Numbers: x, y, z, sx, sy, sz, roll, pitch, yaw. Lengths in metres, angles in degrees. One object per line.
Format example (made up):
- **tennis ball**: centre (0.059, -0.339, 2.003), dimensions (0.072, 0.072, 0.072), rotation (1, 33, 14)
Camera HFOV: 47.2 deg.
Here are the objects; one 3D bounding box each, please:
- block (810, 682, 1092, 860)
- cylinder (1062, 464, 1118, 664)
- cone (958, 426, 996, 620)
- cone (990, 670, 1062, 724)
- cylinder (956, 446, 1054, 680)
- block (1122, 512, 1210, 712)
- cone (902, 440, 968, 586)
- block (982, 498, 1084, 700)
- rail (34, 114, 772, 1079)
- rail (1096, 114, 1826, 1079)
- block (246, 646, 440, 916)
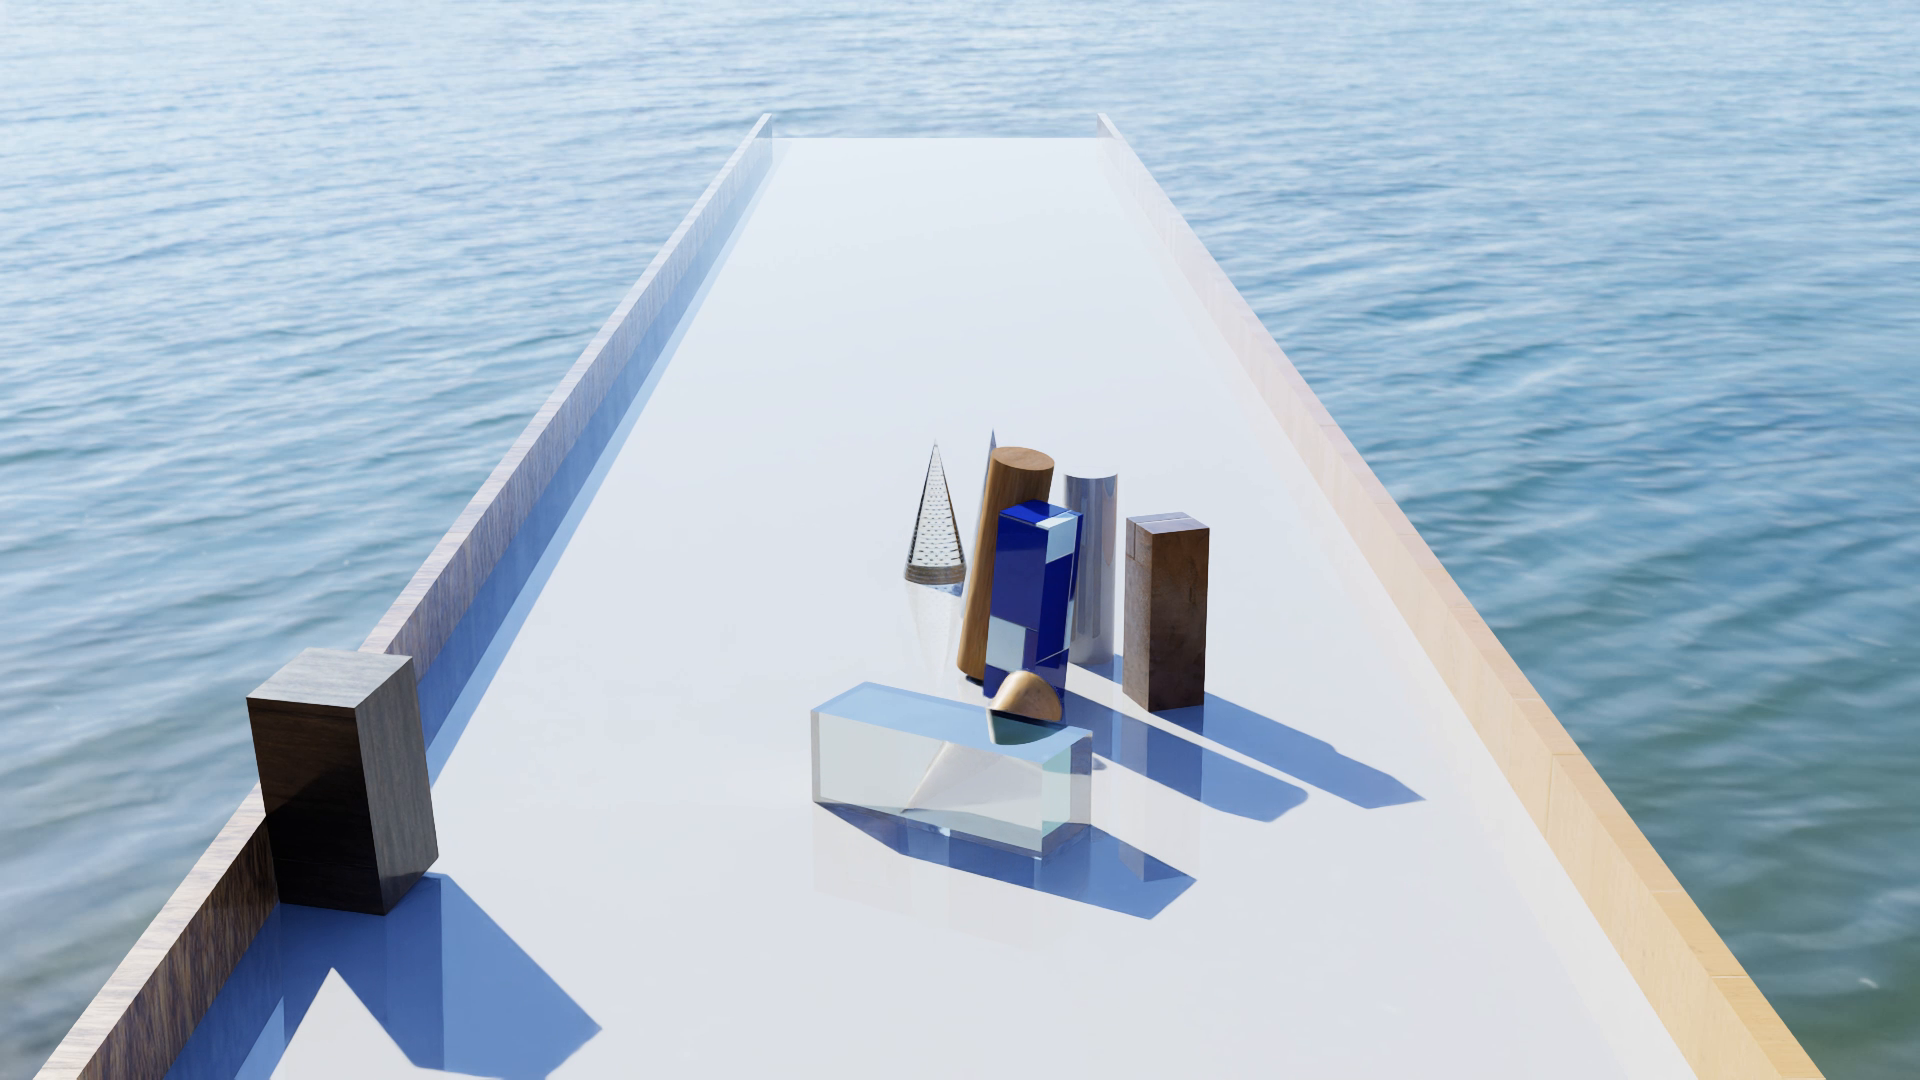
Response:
- **block**: centre (-0.017, 0.378, 3.666), dimensions (0.448, 0.165, 0.165), rotation (10, 19, 30)
- **cylinder**: centre (0.257, 0.049, 4.387), dimensions (0.110, 0.385, 0.110), rotation (0, 17, 0)
- **cone**: centre (0.069, -0.040, 4.635), dimensions (0.143, 0.413, 0.143), rotation (0, 17, 0)
- **cone**: centre (0.051, 0.360, 3.906), dimensions (0.127, 0.127, 0.302), rotation (10, 31, 30)
- **cylinder**: centre (0.087, 0.048, 4.262), dimensions (0.123, 0.444, 0.123), rotation (8, 22, -3)
- **block**: centre (0.388, 0.135, 4.159), dimensions (0.117, 0.350, 0.117), rotation (-6, 18, -19)
- **cone**: centre (-0.054, -0.074, 4.916), dimensions (0.152, 0.320, 0.152), rotation (0, 17, 0)
- **block**: centre (0.136, 0.124, 4.139), dimensions (0.112, 0.373, 0.112), rotation (18, 24, 33)
- **rail**: centre (-1.118, -0.838, 7.780), dimensions (0.050, 0.150, 12.000), rotation (0, 17, -1)
- **rail**: centre (0.932, -0.844, 7.801), dimensions (0.050, 0.150, 12.000), rotation (0, 17, -1)
- **block**: centre (-0.936, 0.366, 3.353), dimensions (0.177, 0.351, 0.177), rotation (4, 23, 14)
